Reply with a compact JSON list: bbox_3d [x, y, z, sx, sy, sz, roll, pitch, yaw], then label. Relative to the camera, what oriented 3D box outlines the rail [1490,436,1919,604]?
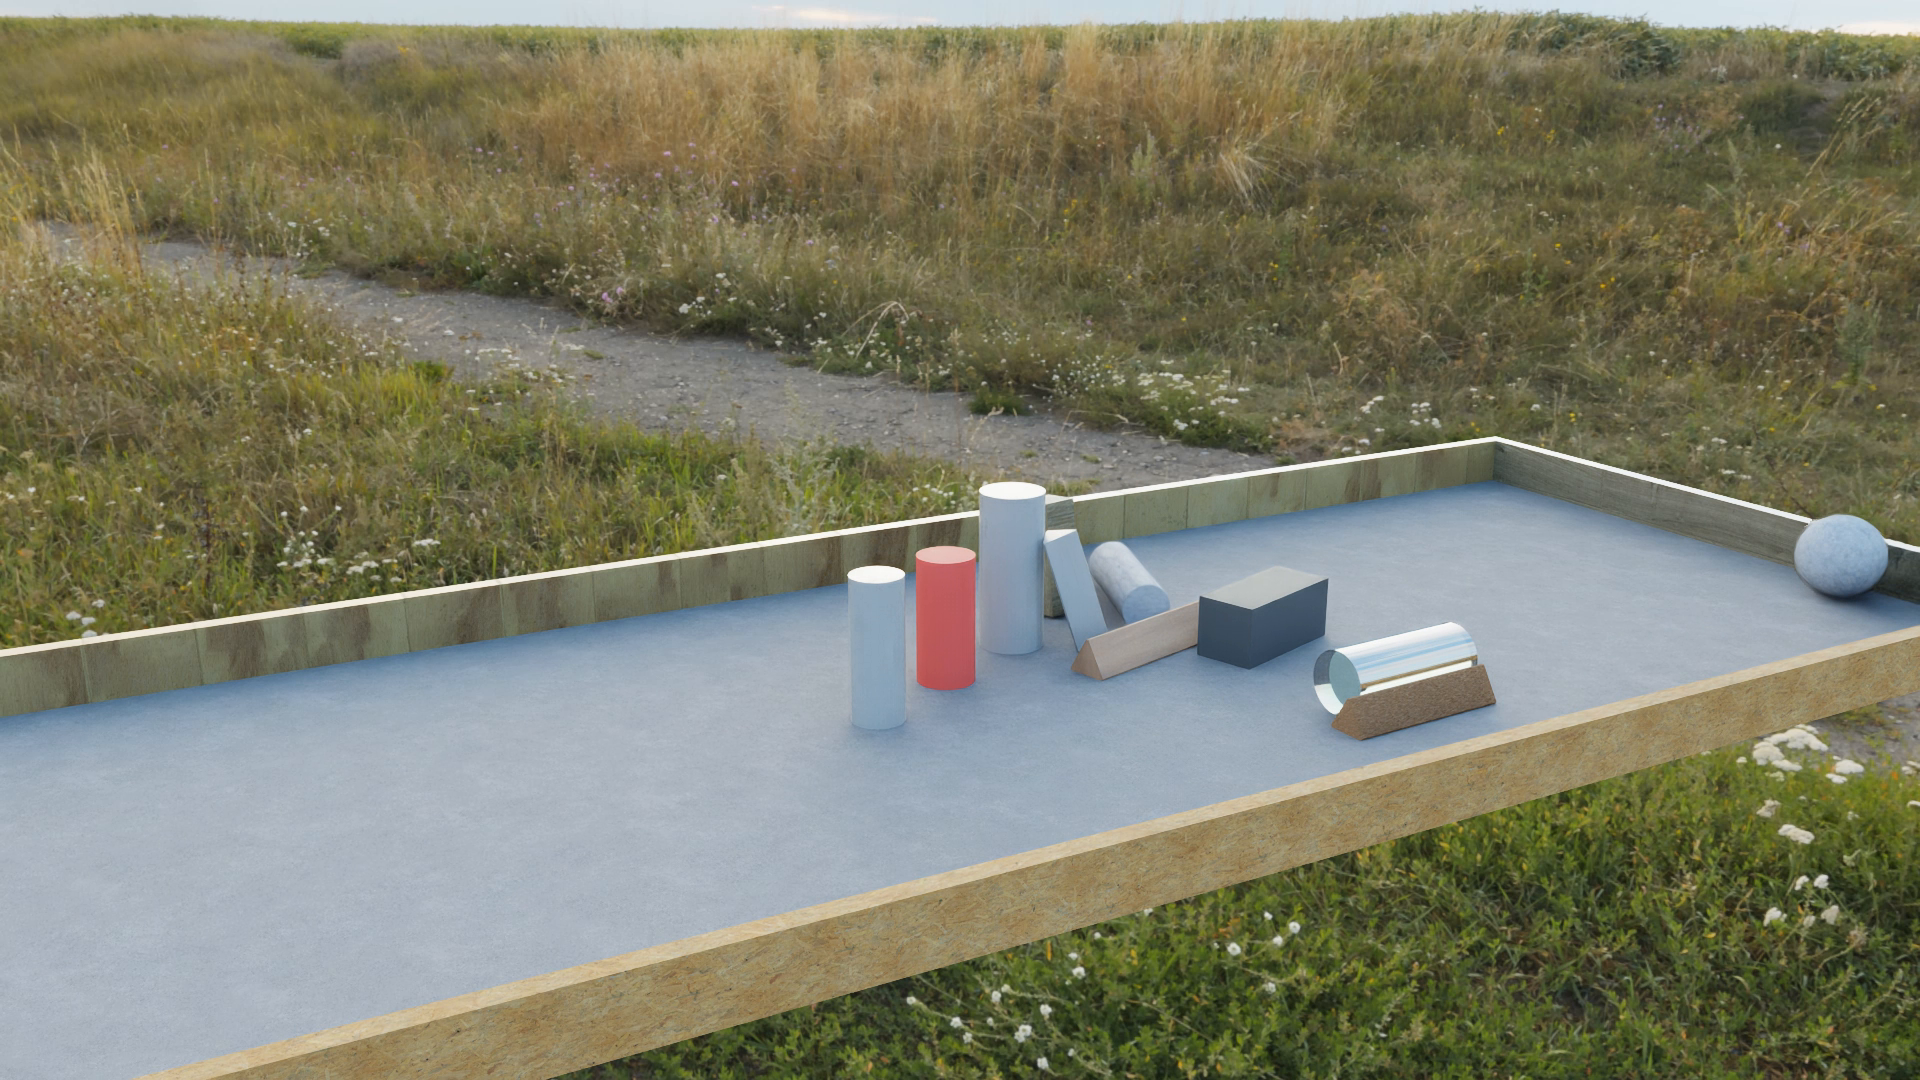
[{"bbox_3d":[2.466,-0.048,5.253,0.050,0.150,2.100,-9,18,-27],"label":"rail"}]

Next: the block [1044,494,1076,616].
[{"bbox_3d":[0.254,0.043,4.627,0.102,0.320,0.102,-13,15,-38],"label":"block"}]

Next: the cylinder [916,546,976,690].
[{"bbox_3d":[-0.035,0.194,4.112,0.148,0.328,0.148,0,16,0],"label":"cylinder"}]

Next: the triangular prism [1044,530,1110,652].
[{"bbox_3d":[0.292,0.126,4.354,0.098,0.314,0.085,-23,18,-15],"label":"triangular prism"}]

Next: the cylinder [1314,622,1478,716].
[{"bbox_3d":[1.060,0.312,4.009,0.387,0.161,0.161,-10,19,-29],"label":"cylinder"}]

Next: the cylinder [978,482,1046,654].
[{"bbox_3d":[0.137,0.074,4.355,0.174,0.423,0.174,0,17,0],"label":"cylinder"}]

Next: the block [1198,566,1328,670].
[{"bbox_3d":[0.806,0.201,4.381,0.163,0.163,0.364,15,22,41],"label":"block"}]

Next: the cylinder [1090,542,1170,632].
[{"bbox_3d":[0.477,0.128,4.681,0.135,0.135,0.418,-2,17,-8],"label":"cylinder"}]

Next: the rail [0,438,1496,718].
[{"bbox_3d":[-3.305,0.497,3.399,12.000,0.150,0.050,-9,18,-27],"label":"rail"}]

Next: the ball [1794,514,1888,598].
[{"bbox_3d":[2.549,0.047,4.771,0.240,0.240,0.240,0,16,0],"label":"ball"}]

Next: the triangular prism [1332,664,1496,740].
[{"bbox_3d":[1.085,0.375,3.920,0.441,0.085,0.099,-10,19,-29],"label":"triangular prism"}]

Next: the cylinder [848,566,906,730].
[{"bbox_3d":[-0.194,0.252,3.863,0.132,0.359,0.132,0,16,0],"label":"cylinder"}]

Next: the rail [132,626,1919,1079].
[{"bbox_3d":[-2.336,1.006,1.665,12.000,0.150,0.050,-9,18,-27],"label":"rail"}]
